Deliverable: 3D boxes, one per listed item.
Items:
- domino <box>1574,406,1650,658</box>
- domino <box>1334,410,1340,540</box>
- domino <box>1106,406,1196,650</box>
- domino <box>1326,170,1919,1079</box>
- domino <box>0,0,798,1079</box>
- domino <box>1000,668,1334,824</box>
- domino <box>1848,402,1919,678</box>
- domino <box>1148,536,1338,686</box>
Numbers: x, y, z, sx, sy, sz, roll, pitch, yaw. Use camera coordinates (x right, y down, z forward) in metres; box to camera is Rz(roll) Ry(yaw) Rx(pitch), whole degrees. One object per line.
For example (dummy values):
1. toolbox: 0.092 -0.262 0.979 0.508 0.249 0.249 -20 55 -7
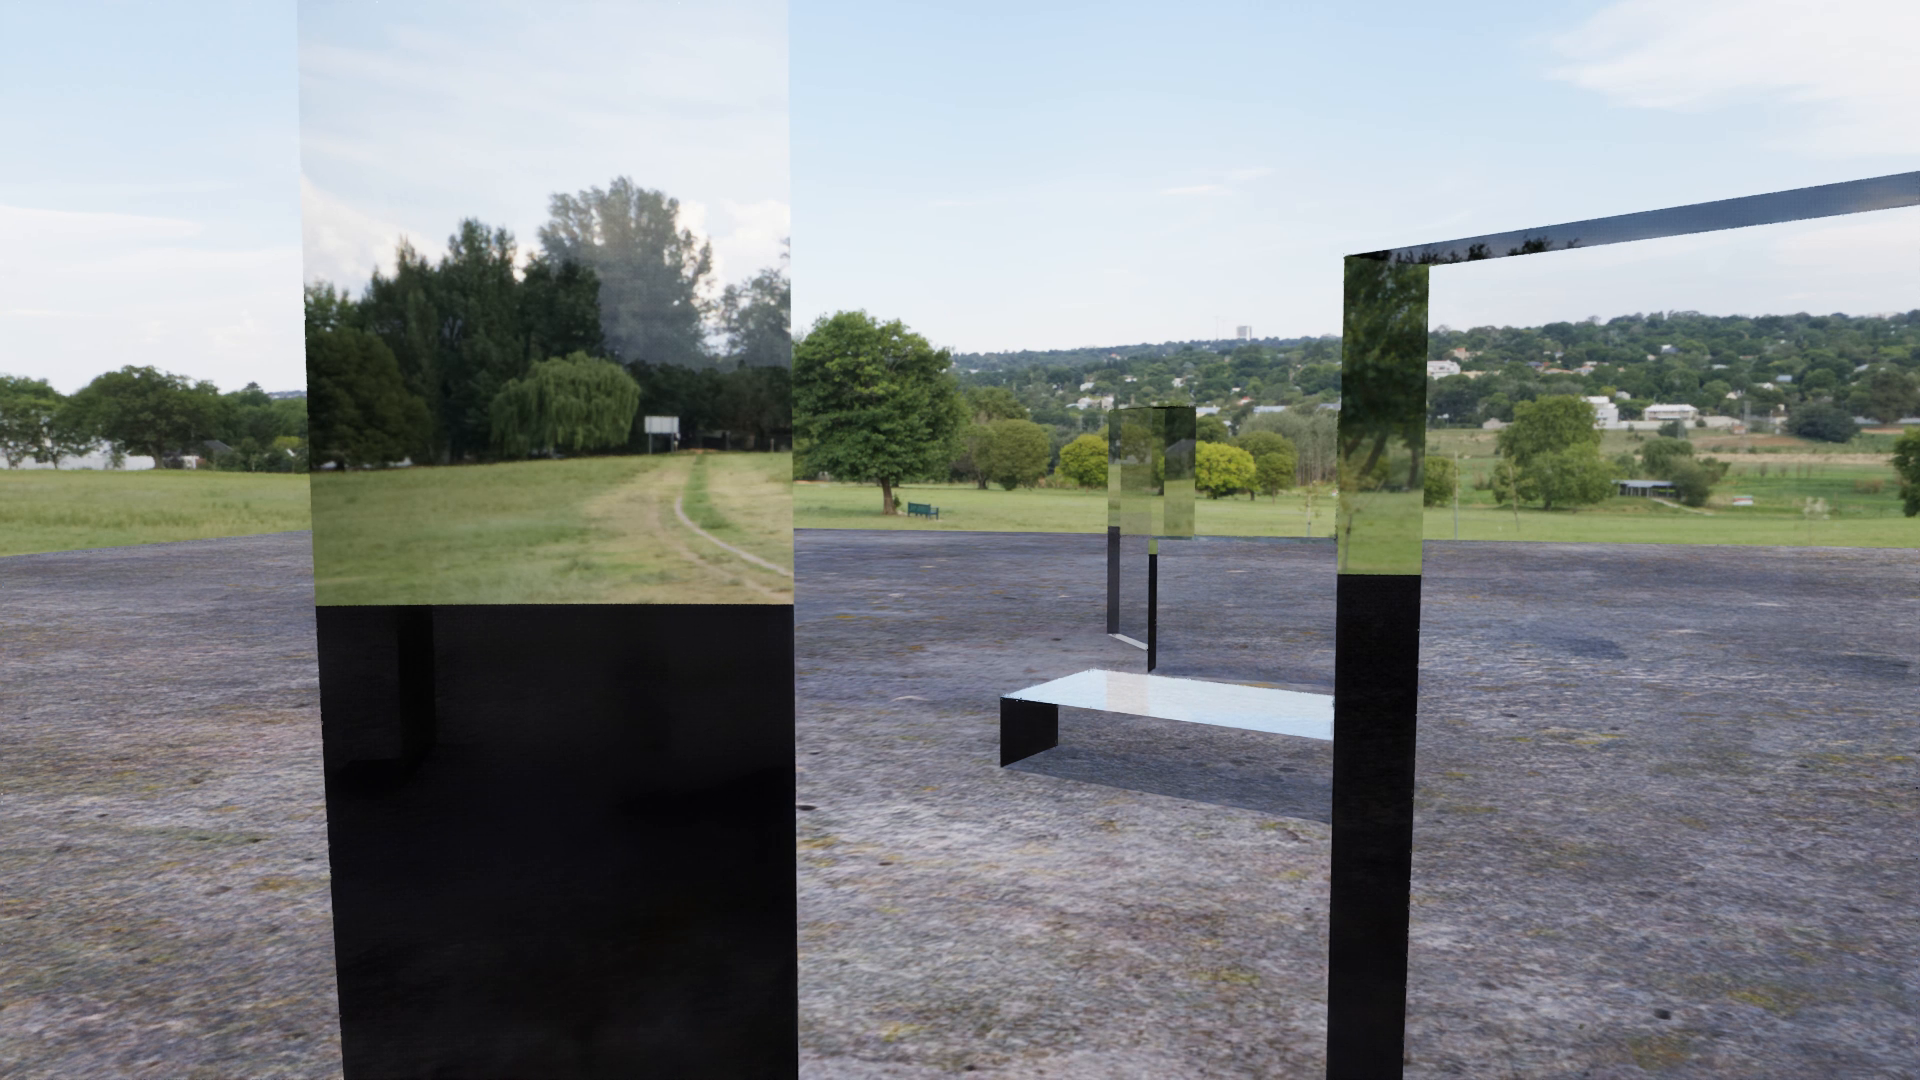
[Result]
1. domino: 0.135 -0.002 0.267 0.010 0.050 0.025 2 5 20
2. domino: 0.088 -0.003 0.277 0.009 0.050 0.025 0 4 6
3. domino: 0.041 -0.003 0.274 0.010 0.050 0.025 -1 4 -14
4. domino: 0.026 0.014 0.046 0.010 0.050 0.025 -3 5 -34
5. domino: -0.013 0.016 0.018 0.009 0.050 0.025 -3 5 -38
6. domino: 0.033 0.026 0.165 0.050 0.009 0.025 3 5 34
7. domino: 0.177 -0.001 0.244 0.010 0.050 0.025 3 5 39
8. domino: 0.060 0.013 0.232 0.050 0.025 0.010 2 5 23
